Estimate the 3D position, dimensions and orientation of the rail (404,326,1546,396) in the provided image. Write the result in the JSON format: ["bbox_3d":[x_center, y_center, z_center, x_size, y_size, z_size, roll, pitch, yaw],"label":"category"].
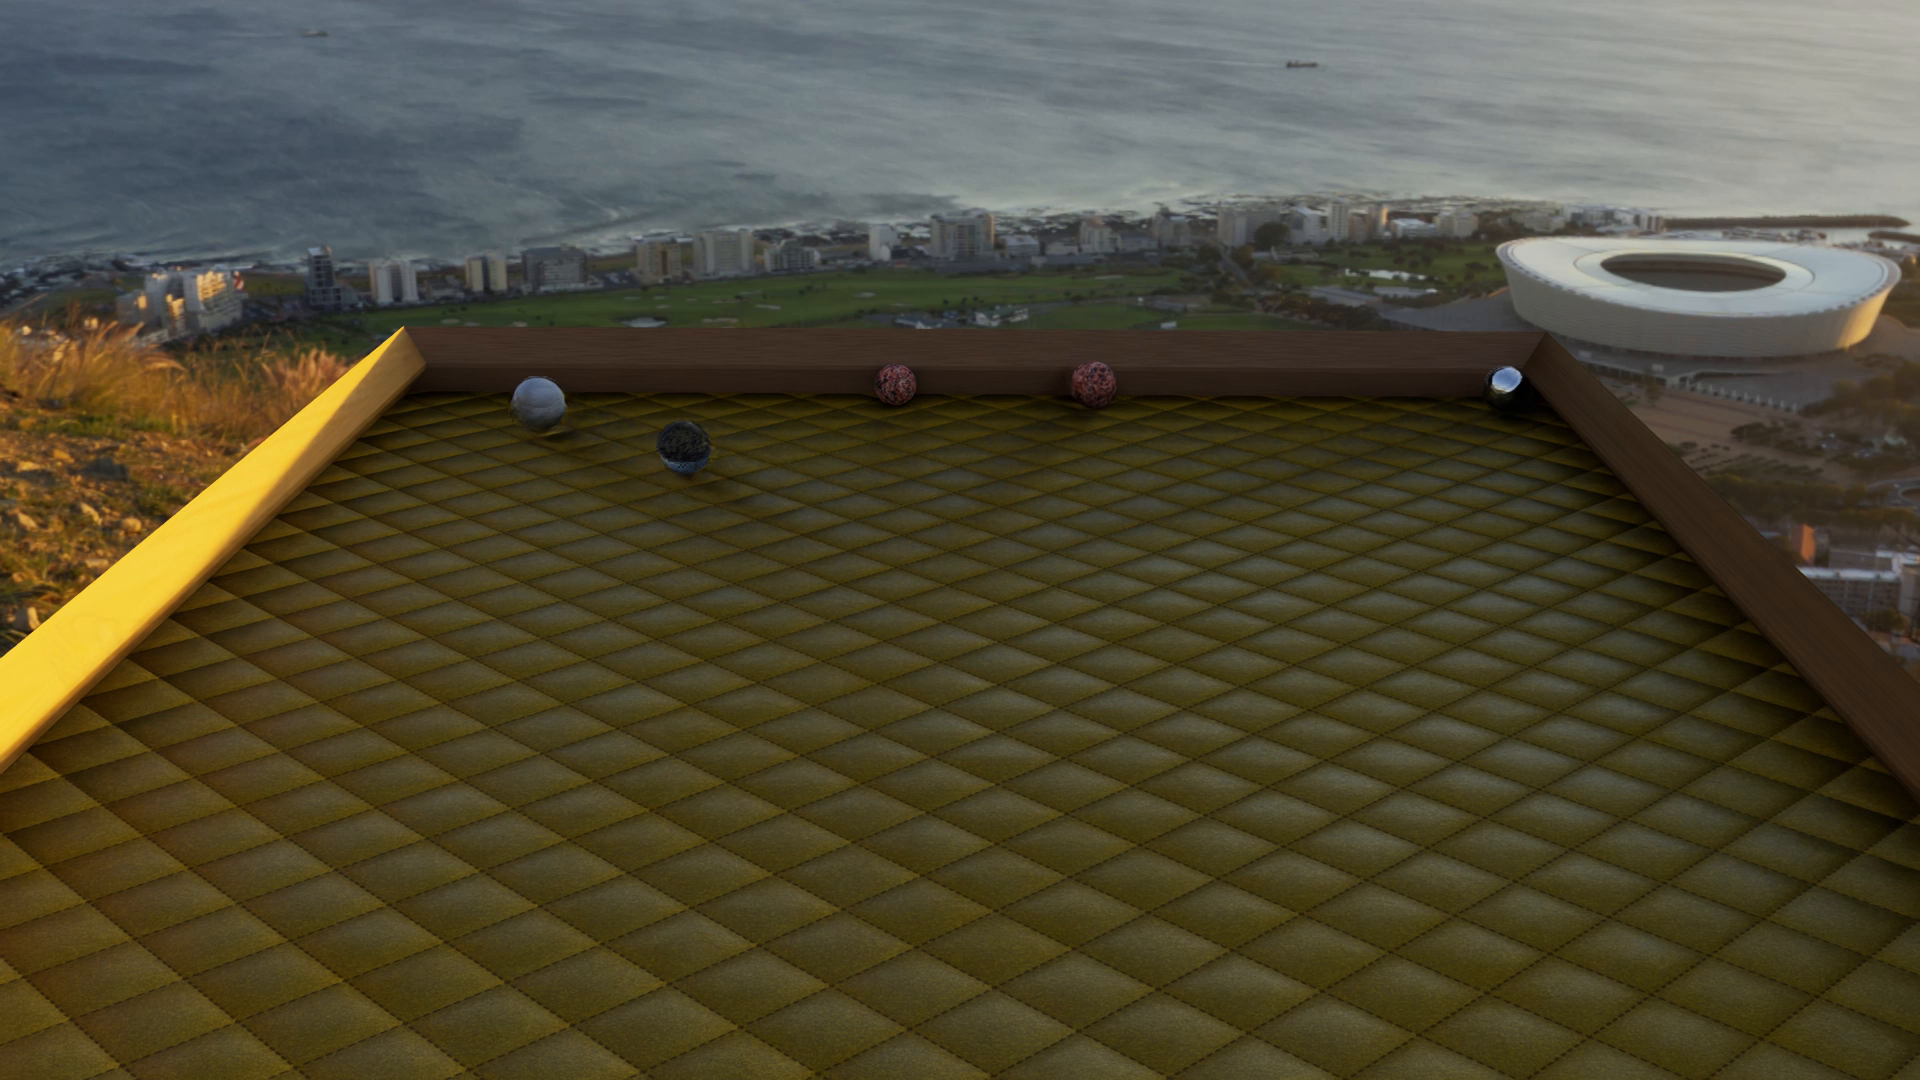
[{"bbox_3d":[0.018,-0.271,3.407,1.778,0.102,0.045,0,18,1],"label":"rail"}]

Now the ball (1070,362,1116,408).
[{"bbox_3d":[0.202,-0.237,3.355,0.071,0.071,0.071,0,18,0],"label":"ball"}]

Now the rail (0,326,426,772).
[{"bbox_3d":[-0.884,0.243,1.824,0.045,0.102,3.414,0,18,1],"label":"rail"}]

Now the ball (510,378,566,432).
[{"bbox_3d":[-0.618,-0.199,3.224,0.079,0.079,0.079,0,18,0],"label":"ball"}]

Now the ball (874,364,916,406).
[{"bbox_3d":[-0.099,-0.238,3.368,0.064,0.064,0.064,0,18,0],"label":"ball"}]

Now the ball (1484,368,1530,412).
[{"bbox_3d":[0.829,-0.227,3.330,0.067,0.067,0.067,0,18,0],"label":"ball"}]

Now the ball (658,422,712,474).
[{"bbox_3d":[-0.376,-0.126,3.010,0.072,0.072,0.072,0,18,0],"label":"ball"}]

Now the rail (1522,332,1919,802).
[{"bbox_3d":[0.847,0.254,1.788,0.045,0.102,3.414,0,18,1],"label":"rail"}]
